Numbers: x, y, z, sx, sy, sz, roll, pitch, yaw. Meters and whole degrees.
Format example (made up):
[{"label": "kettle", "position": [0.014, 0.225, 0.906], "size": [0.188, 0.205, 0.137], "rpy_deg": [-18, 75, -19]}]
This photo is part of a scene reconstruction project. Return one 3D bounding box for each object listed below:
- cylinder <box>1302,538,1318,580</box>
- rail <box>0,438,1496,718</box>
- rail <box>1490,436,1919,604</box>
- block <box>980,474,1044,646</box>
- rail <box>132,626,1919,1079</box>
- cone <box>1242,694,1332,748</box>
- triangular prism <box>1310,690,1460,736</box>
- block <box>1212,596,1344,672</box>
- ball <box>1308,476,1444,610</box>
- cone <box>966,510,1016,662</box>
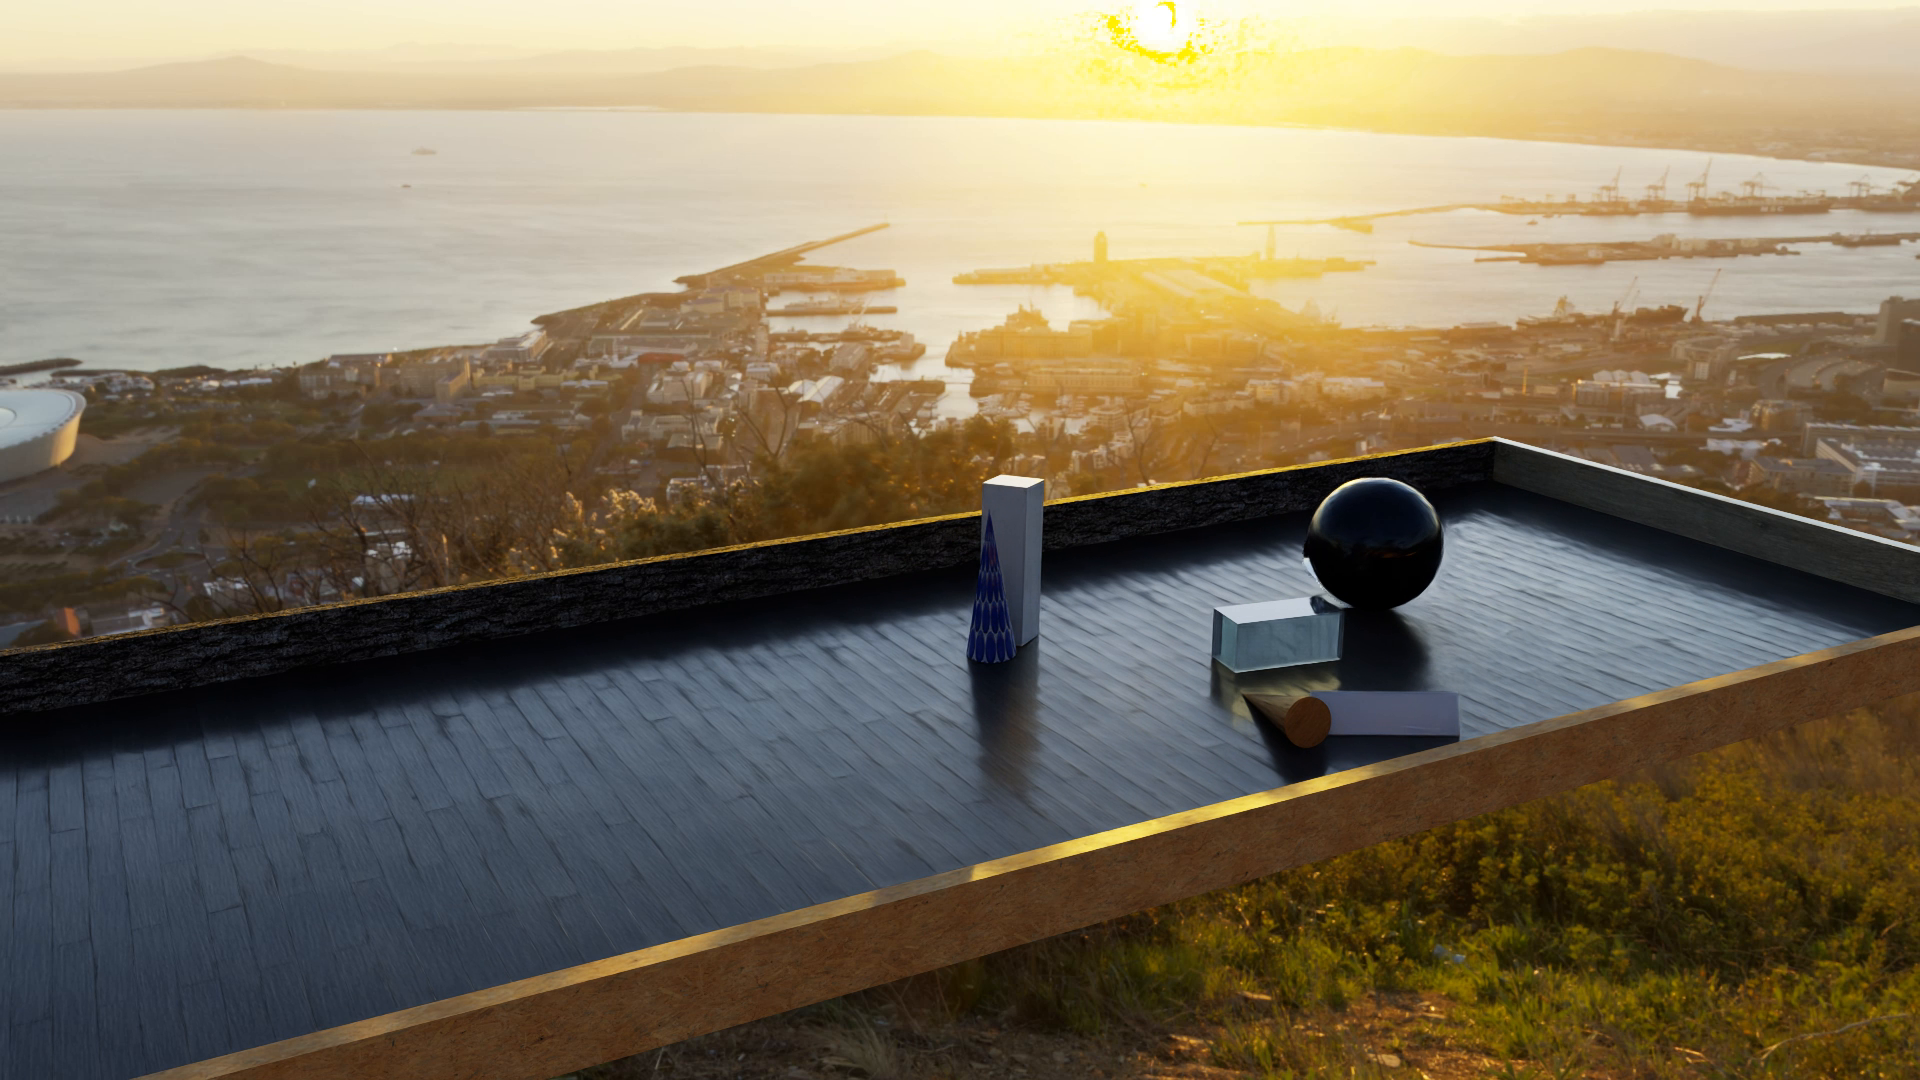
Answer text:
[{"label": "cylinder", "position": [1.222, 0.015, 5.030], "size": [0.371, 0.155, 0.155], "rpy_deg": [-14, 22, -40]}, {"label": "rail", "position": [-3.305, 0.497, 3.399], "size": [12.000, 0.150, 0.050], "rpy_deg": [-9, 18, -27]}, {"label": "rail", "position": [2.466, -0.048, 5.253], "size": [0.050, 0.150, 2.100], "rpy_deg": [-9, 18, -27]}, {"label": "block", "position": [0.137, 0.053, 4.400], "size": [0.125, 0.429, 0.125], "rpy_deg": [7, 14, 23]}, {"label": "rail", "position": [-2.336, 1.006, 1.665], "size": [12.000, 0.150, 0.050], "rpy_deg": [-9, 18, -27]}, {"label": "cone", "position": [0.742, 0.396, 3.904], "size": [0.118, 0.118, 0.342], "rpy_deg": [-5, 7, -16]}, {"label": "triangular prism", "position": [0.986, 0.394, 3.846], "size": [0.339, 0.089, 0.103], "rpy_deg": [0, 17, 1]}, {"label": "block", "position": [0.826, 0.244, 4.290], "size": [0.308, 0.132, 0.132], "rpy_deg": [-5, 17, -18]}, {"label": "ball", "position": [1.172, 0.010, 4.654], "size": [0.376, 0.376, 0.376], "rpy_deg": [0, 16, 0]}, {"label": "cone", "position": [0.079, 0.107, 4.264], "size": [0.133, 0.402, 0.133], "rpy_deg": [-1, 20, 0]}]
